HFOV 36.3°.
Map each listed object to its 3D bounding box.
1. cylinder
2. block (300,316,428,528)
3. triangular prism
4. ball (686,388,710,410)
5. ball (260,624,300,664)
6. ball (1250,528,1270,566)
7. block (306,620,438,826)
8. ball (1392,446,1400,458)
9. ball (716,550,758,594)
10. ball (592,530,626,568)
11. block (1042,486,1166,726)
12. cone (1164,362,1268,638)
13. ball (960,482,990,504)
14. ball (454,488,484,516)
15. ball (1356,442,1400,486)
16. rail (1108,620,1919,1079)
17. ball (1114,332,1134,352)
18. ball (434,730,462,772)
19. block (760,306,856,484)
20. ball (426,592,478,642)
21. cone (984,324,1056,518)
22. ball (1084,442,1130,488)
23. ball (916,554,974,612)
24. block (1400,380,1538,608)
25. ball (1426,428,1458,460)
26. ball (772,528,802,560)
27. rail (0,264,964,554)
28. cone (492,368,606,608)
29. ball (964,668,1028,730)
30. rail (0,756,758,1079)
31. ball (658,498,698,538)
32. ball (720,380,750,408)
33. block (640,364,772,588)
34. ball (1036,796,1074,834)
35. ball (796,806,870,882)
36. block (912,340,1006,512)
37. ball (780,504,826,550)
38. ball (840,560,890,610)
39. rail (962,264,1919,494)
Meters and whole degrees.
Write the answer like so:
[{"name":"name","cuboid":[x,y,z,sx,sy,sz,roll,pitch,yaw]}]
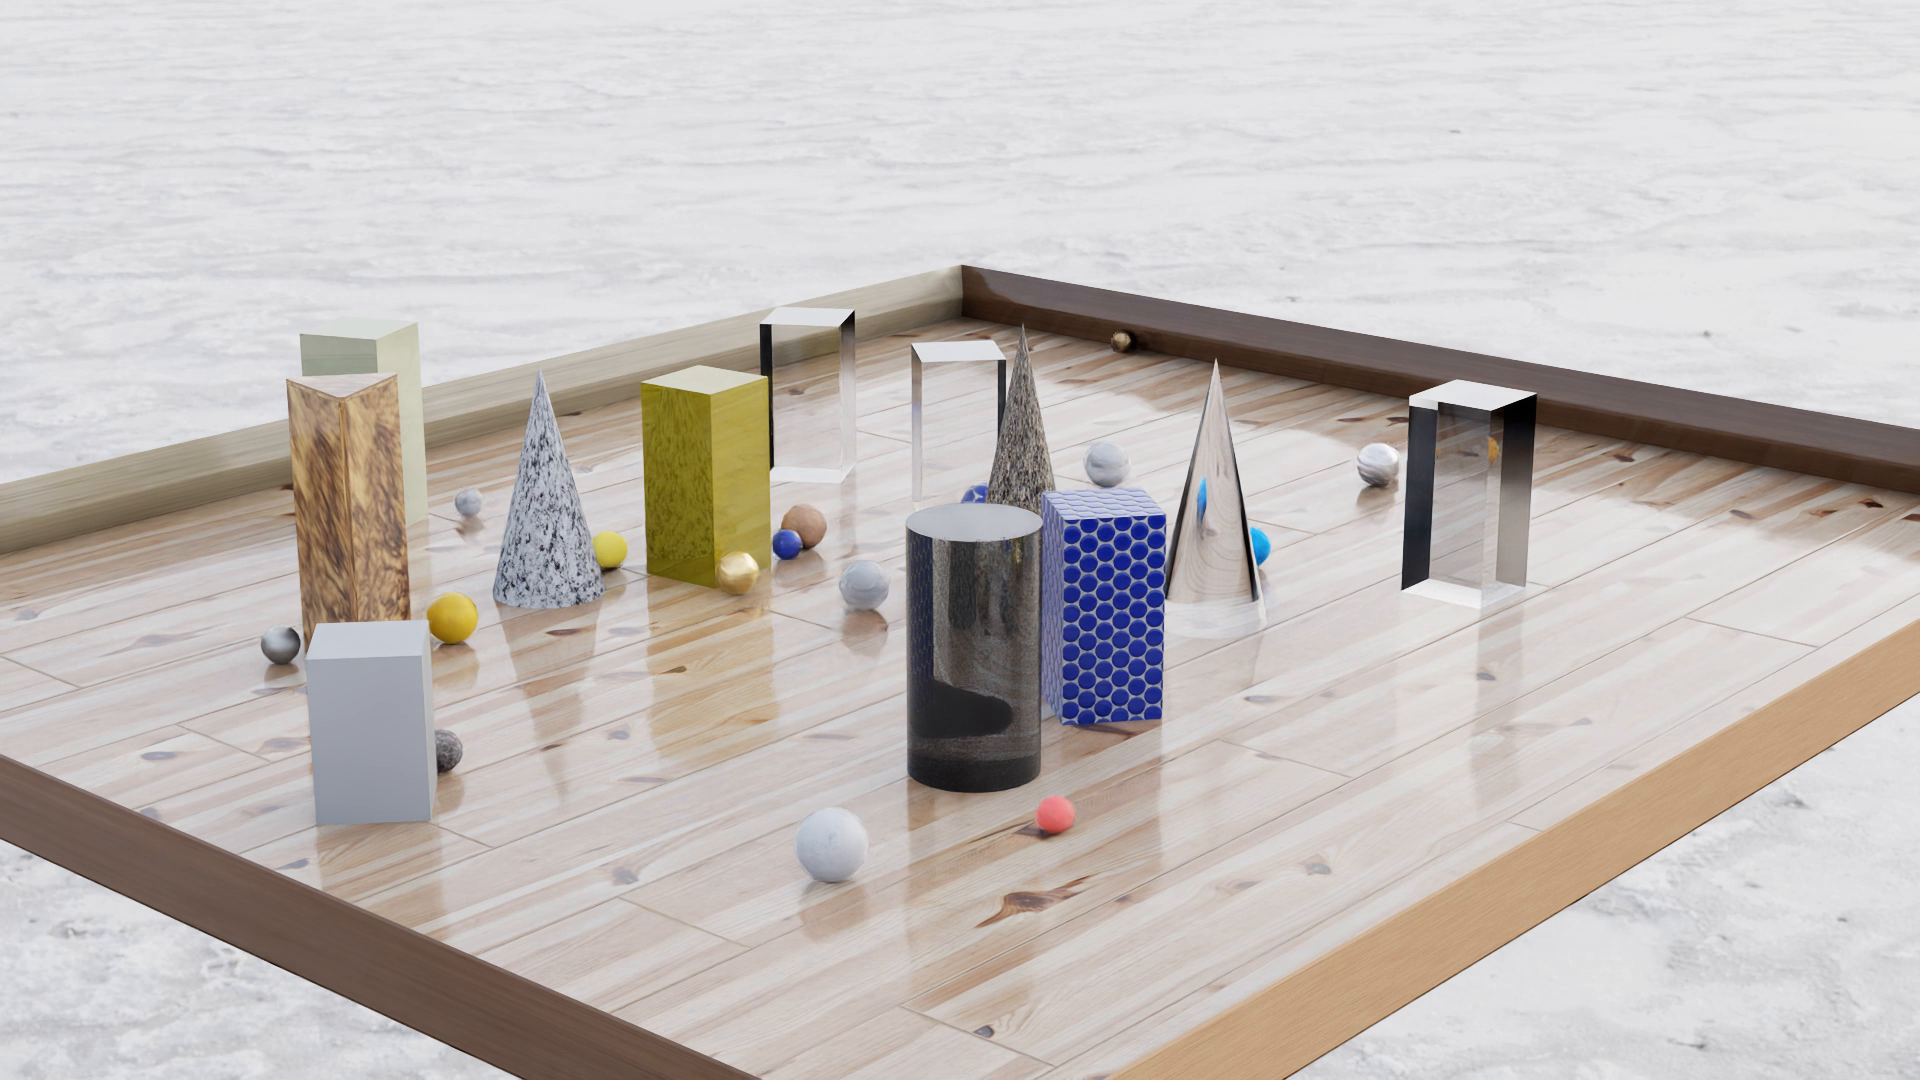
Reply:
[{"name":"cylinder","cuboid":[0.020,0.156,4.280,0.198,0.380,0.198,0,17,0]},{"name":"block","cuboid":[-1.117,-0.214,5.507,0.159,0.379,0.159,5,18,17]},{"name":"triangular prism","cuboid":[-0.969,-0.034,4.763,0.149,0.464,0.172,-14,22,-39]},{"name":"ball","cuboid":[-0.571,-0.306,6.382,0.050,0.050,0.050,0,17,0]},{"name":"ball","cuboid":[-1.108,0.169,4.782,0.063,0.063,0.063,0,17,0]},{"name":"ball","cuboid":[0.524,0.014,5.286,0.071,0.071,0.071,0,17,0]},{"name":"block","cuboid":[-0.835,0.258,4.171,0.159,0.246,0.159,-2,17,-6]},{"name":"ball","cuboid":[0.857,-0.162,5.891,0.058,0.058,0.058,0,17,0]},{"name":"ball","cuboid":[-0.390,0.057,5.137,0.075,0.075,0.075,0,17,0]},{"name":"ball","cuboid":[-0.634,0.017,5.279,0.068,0.068,0.068,0,17,0]},{"name":"block","cuboid":[0.220,0.101,4.549,0.159,0.329,0.159,-3,17,-10]},{"name":"cone","cuboid":[0.425,-0.083,4.935,0.198,0.459,0.198,0,17,0]},{"name":"ball","cuboid":[0.047,-0.063,5.506,0.092,0.092,0.092,0,17,0]},{"name":"ball","cuboid":[-0.938,-0.072,5.600,0.055,0.055,0.055,0,17,0]},{"name":"ball","cuboid":[0.827,-0.150,5.804,0.086,0.086,0.086,0,17,0]},{"name":"rail","cuboid":[1.103,0.309,4.203,0.045,0.129,3.428,14,22,39]},{"name":"ball","cuboid":[0.387,-0.467,6.916,0.051,0.051,0.051,0,17,0]},{"name":"ball","cuboid":[-0.763,0.310,4.314,0.063,0.063,0.063,0,17,0]},{"name":"block","cuboid":[-0.302,-0.291,5.868,0.159,0.319,0.159,3,17,9]},{"name":"ball","cuboid":[-0.844,0.129,4.879,0.085,0.085,0.085,0,17,0]},{"name":"cone","cuboid":[0.106,-0.131,5.033,0.198,0.494,0.198,0,17,0]},{"name":"ball","cuboid":[0.292,-0.148,5.789,0.090,0.090,0.090,0,17,0]},{"name":"ball","cuboid":[-0.027,0.074,5.038,0.099,0.099,0.099,0,17,0]},{"name":"block","cuboid":[0.887,-0.082,5.114,0.159,0.353,0.159,13,21,38]},{"name":"ball","cuboid":[0.984,-0.197,5.994,0.065,0.065,0.065,0,17,0]},{"name":"ball","cuboid":[-0.315,0.008,5.331,0.056,0.056,0.056,0,17,0]},{"name":"rail","cuboid":[-1.103,-0.244,6.037,0.045,0.129,3.428,14,22,39]},{"name":"cone","cuboid":[-0.722,-0.106,5.098,0.198,0.408,0.198,0,17,0]},{"name":"ball","cuboid":[0.055,0.243,4.482,0.096,0.096,0.096,0,17,0]},{"name":"rail","cuboid":[-1.108,0.400,3.898,2.969,0.129,0.045,14,22,39]},{"name":"ball","cuboid":[-0.525,-0.042,5.462,0.075,0.075,0.075,0,17,0]},{"name":"ball","cuboid":[-0.492,-0.319,6.402,0.064,0.064,0.064,0,17,0]},{"name":"block","cuboid":[-0.451,-0.114,5.223,0.159,0.353,0.159,11,20,33]},{"name":"ball","cuboid":[0.133,0.383,4.091,0.053,0.053,0.053,0,17,0]},{"name":"ball","cuboid":[-0.171,0.407,3.930,0.099,0.099,0.099,0,17,0]},{"name":"block","cuboid":[-0.003,-0.206,5.587,0.159,0.317,0.159,-2,17,-8]},{"name":"ball","cuboid":[-0.287,-0.024,5.390,0.083,0.083,0.083,0,17,0]},{"name":"ball","cuboid":[-0.164,0.079,5.042,0.086,0.086,0.086,0,17,0]},{"name":"rail","cuboid":[1.108,-0.336,6.342,2.969,0.129,0.045,14,22,39]}]
